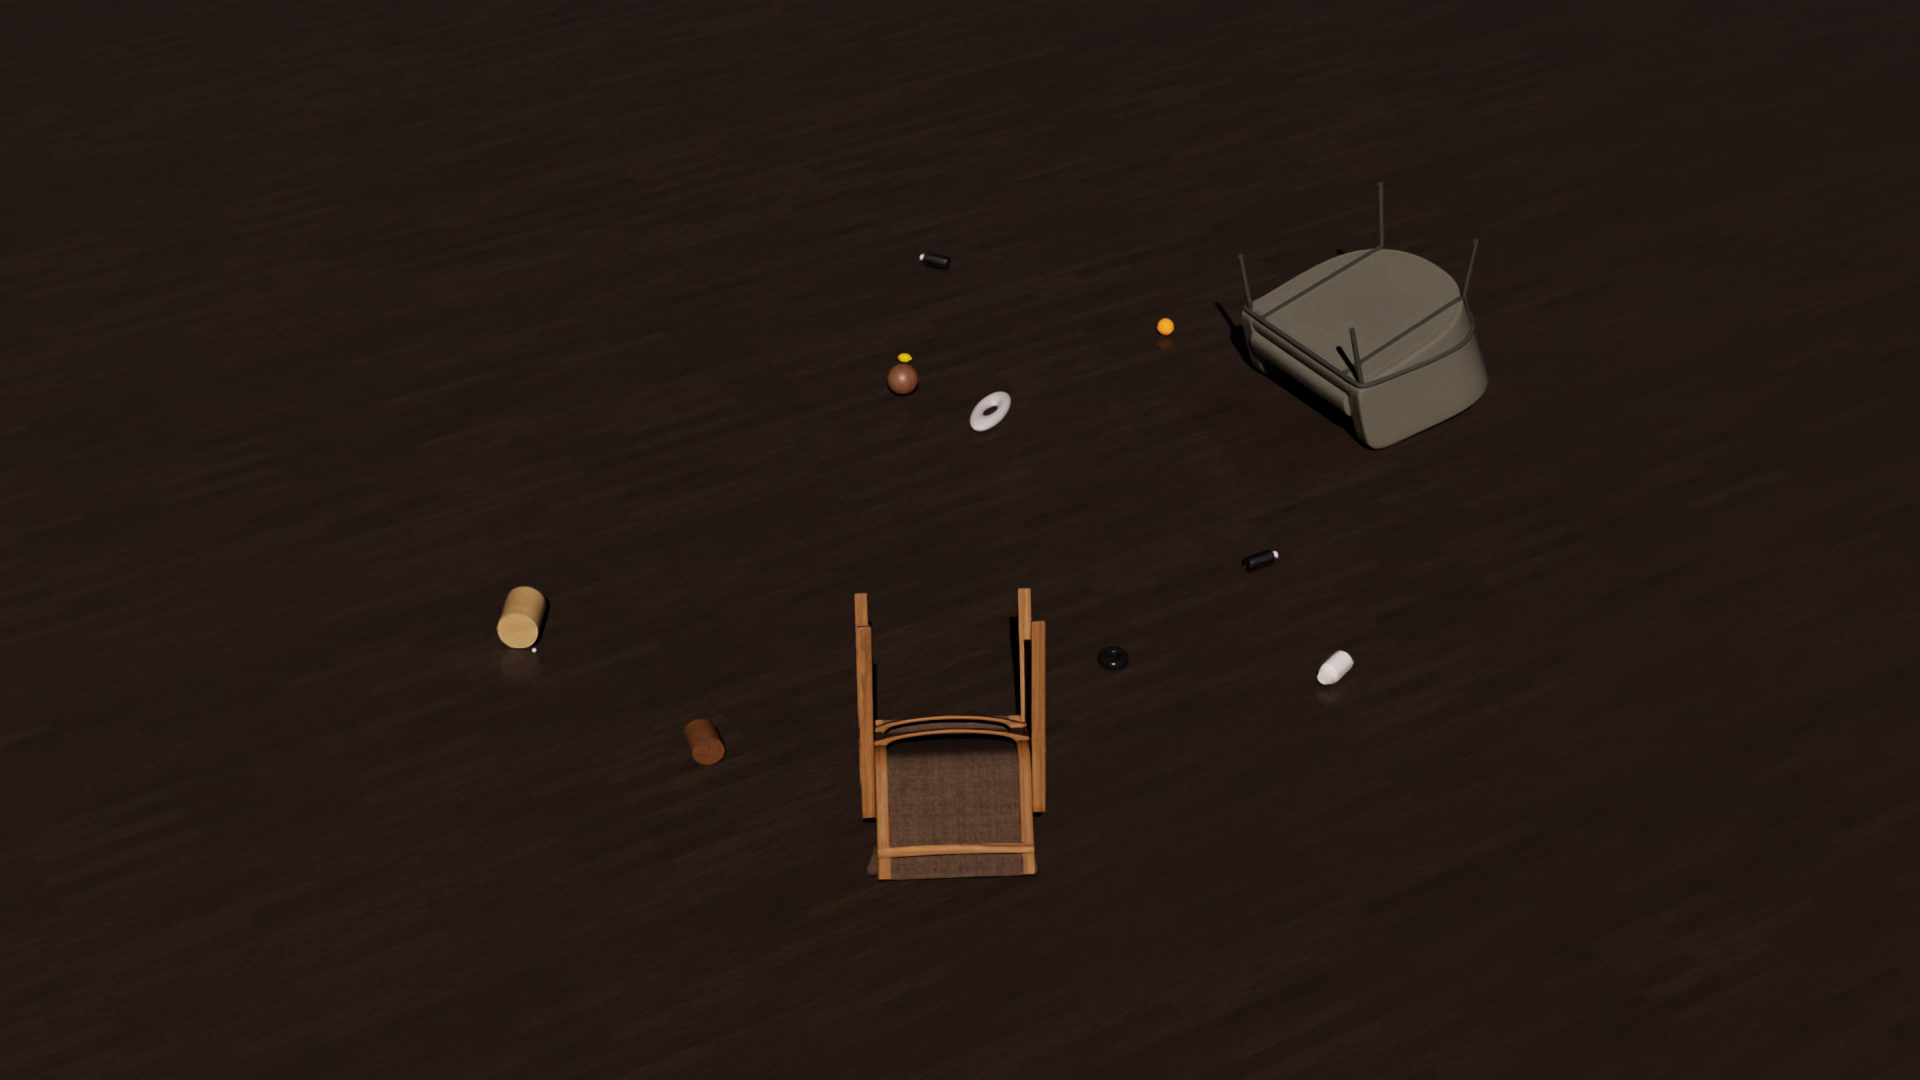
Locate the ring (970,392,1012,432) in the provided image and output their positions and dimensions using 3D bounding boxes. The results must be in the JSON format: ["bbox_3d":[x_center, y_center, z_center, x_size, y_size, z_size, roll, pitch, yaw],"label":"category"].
[{"bbox_3d":[0.122,-0.513,11.681,0.133,0.047,0.309,11,35,18],"label":"ring"}]

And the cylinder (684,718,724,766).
[{"bbox_3d":[-0.857,0.676,9.815,0.108,0.119,0.113,-44,37,9],"label":"cylinder"}]

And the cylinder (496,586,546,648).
[{"bbox_3d":[-1.553,0.273,10.391,0.147,0.153,0.170,5,33,0],"label":"cylinder"}]

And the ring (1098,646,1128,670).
[{"bbox_3d":[0.538,0.414,10.283,0.110,0.038,0.113,8,35,13],"label":"ring"}]
